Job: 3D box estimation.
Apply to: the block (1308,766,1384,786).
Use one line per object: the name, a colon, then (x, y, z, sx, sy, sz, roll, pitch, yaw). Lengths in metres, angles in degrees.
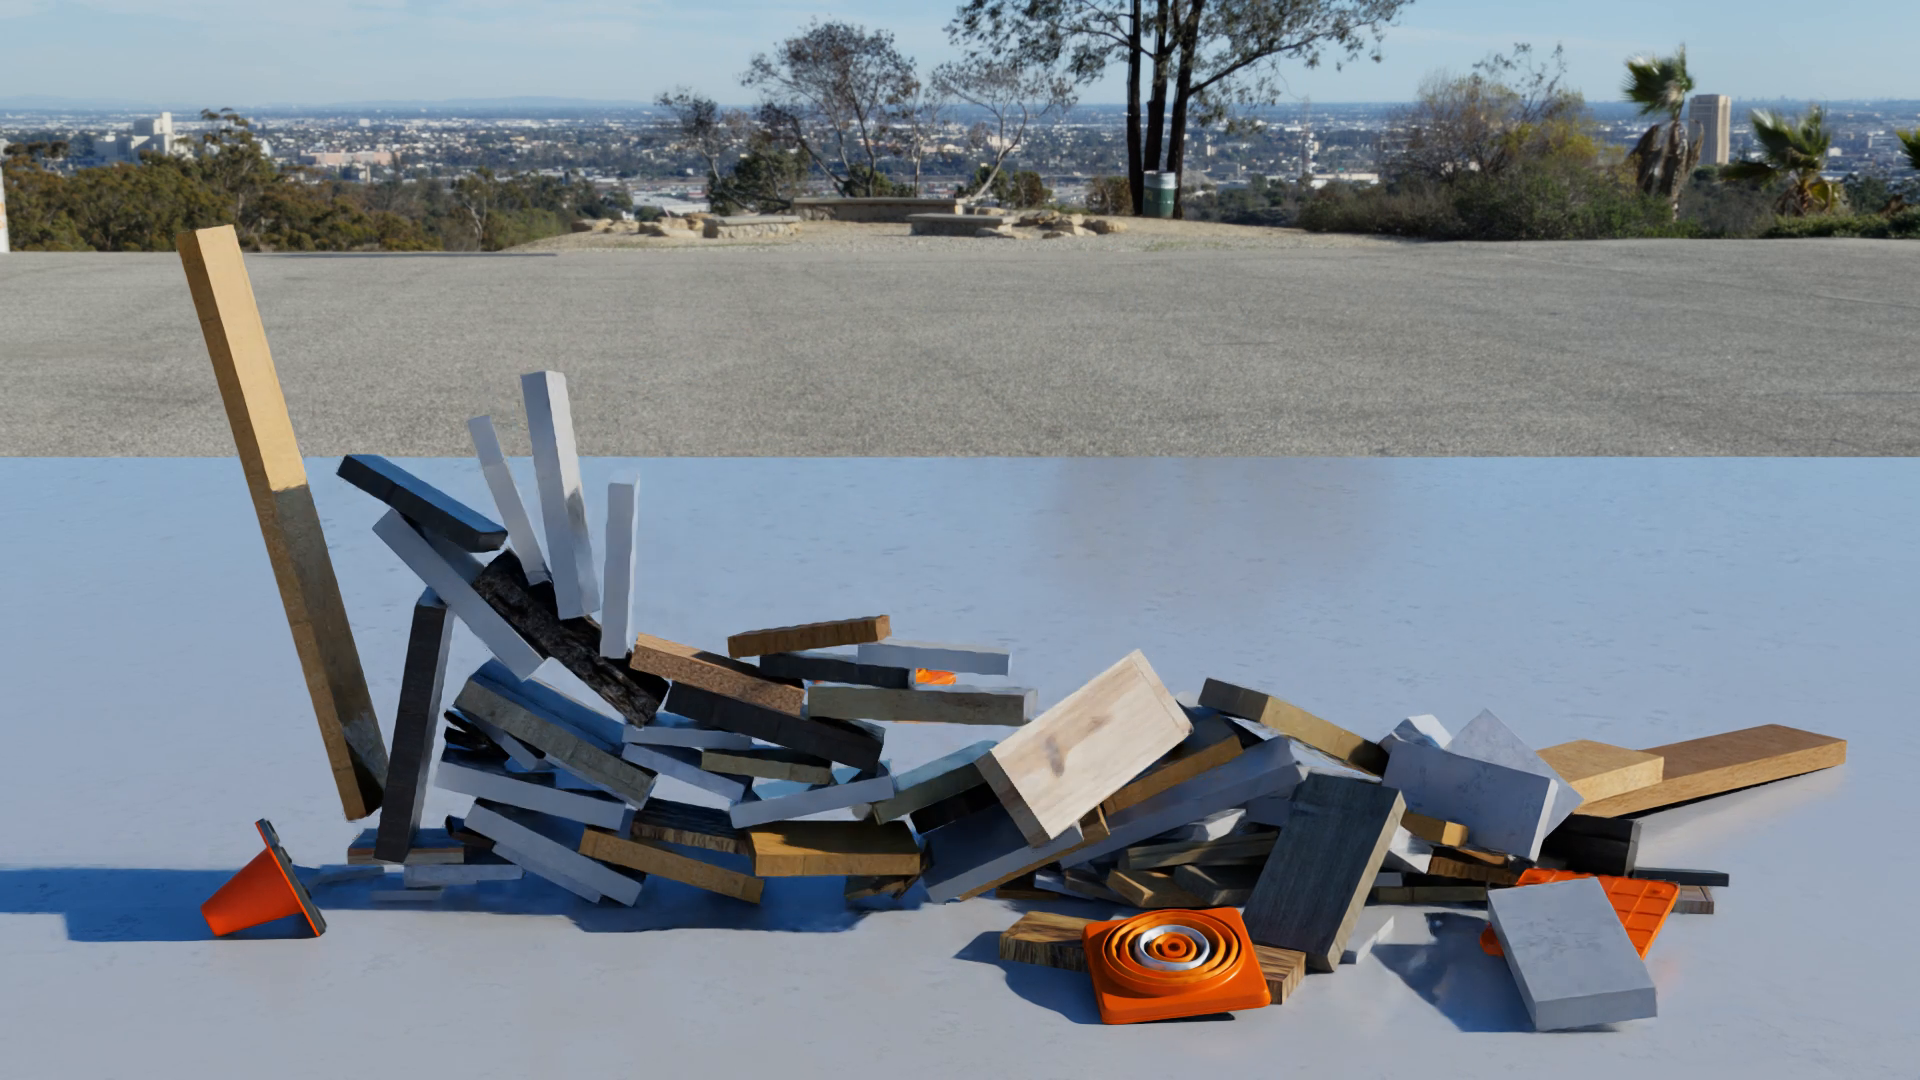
block: (0.685, 0.444, 3.937, 0.335, 0.047, 0.167, 5, -1, 35)

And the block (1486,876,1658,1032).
block: (0.900, 0.608, 3.254, 0.170, 0.048, 0.339, -8, 18, 4)

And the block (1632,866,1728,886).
block: (1.201, 0.564, 3.687, 0.151, 0.021, 0.076, 2, -4, 2)

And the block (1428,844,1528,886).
block: (0.844, 0.540, 3.654, 0.178, 0.025, 0.089, 10, 8, -15)

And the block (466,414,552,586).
block: (-0.709, -0.062, 3.464, 0.036, 0.254, 0.127, -21, 43, -9)

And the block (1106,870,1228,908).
block: (0.342, 0.568, 3.589, 0.186, 0.026, 0.093, 6, 12, -35)

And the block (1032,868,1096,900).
block: (0.174, 0.572, 3.655, 0.104, 0.015, 0.052, 13, 12, -4)

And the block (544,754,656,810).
block: (-0.594, 0.381, 3.640, 0.181, 0.026, 0.090, 28, 10, -4)

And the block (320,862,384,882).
block: (-1.042, 0.565, 3.765, 0.099, 0.014, 0.050, -5, 11, -24)

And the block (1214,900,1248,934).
block: (0.507, 0.601, 3.537, 0.186, 0.026, 0.093, -8, 13, -37)

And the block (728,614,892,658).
block: (-0.243, 0.157, 3.573, 0.244, 0.035, 0.122, -7, 1, 9)

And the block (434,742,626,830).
block: (-0.706, 0.402, 3.632, 0.305, 0.043, 0.153, 15, 7, -10)

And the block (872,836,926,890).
block: (-0.100, 0.531, 3.611, 0.101, 0.014, 0.050, -42, 6, 15)

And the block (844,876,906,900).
block: (-0.140, 0.566, 3.645, 0.101, 0.014, 0.050, -14, 29, 8)

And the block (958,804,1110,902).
block: (0.108, 0.493, 3.664, 0.267, 0.038, 0.134, -25, 32, 6)

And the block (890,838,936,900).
block: (-0.081, 0.545, 3.637, 0.014, 0.101, 0.050, 29, 27, -29)

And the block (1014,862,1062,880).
block: (0.117, 0.559, 3.709, 0.104, 0.015, 0.052, 2, -32, 9)

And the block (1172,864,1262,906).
block: (0.446, 0.563, 3.600, 0.186, 0.026, 0.093, 6, 14, -40)

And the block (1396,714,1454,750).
block: (0.860, 0.402, 3.827, 0.112, 0.032, 0.223, 3, 45, -55)

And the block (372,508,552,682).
block: (-0.794, 0.079, 3.557, 0.048, 0.339, 0.170, -44, 4, 3)

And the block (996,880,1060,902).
block: (0.114, 0.583, 3.664, 0.104, 0.015, 0.052, 2, 11, 8)

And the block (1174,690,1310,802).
block: (0.477, 0.393, 3.882, 0.273, 0.136, 0.039, 32, 37, 28)

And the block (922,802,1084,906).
block: (0.064, 0.493, 3.624, 0.267, 0.038, 0.134, -24, 32, 7)

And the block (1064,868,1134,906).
block: (0.232, 0.573, 3.637, 0.120, 0.017, 0.060, 14, 11, 2)

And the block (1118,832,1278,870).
block: (0.398, 0.531, 3.677, 0.252, 0.036, 0.126, -6, -19, -6)

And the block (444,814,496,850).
block: (-0.801, 0.489, 3.653, 0.105, 0.015, 0.053, 24, 11, -32)

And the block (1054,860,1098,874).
block: (0.167, 0.552, 3.730, 0.120, 0.017, 0.060, 7, -21, 21)

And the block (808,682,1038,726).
block: (-0.059, 0.266, 3.602, 0.351, 0.050, 0.175, 2, 0, 9)

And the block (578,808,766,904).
block: (-0.470, 0.519, 3.663, 0.305, 0.043, 0.153, 16, 10, -3)

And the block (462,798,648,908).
block: (-0.665, 0.498, 3.657, 0.305, 0.043, 0.153, 27, 10, -6)

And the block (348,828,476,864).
block: (-0.908, 0.509, 3.658, 0.194, 0.027, 0.097, -1, 12, 2)

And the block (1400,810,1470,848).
block: (0.703, 0.458, 3.656, 0.254, 0.036, 0.127, 12, -4, 31)

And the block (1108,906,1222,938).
block: (0.323, 0.614, 3.479, 0.164, 0.023, 0.082, 4, 11, 22)

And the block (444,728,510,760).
block: (-0.798, 0.336, 3.635, 0.105, 0.015, 0.053, 19, 1, -19)

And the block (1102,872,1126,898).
block: (0.301, 0.574, 3.624, 0.120, 0.017, 0.060, 10, 11, -18)

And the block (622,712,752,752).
block: (-0.446, 0.312, 3.599, 0.206, 0.029, 0.103, 5, 7, -8)

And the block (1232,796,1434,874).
block: (0.605, 0.485, 3.651, 0.318, 0.045, 0.159, 3, -23, 45)

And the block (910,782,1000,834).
block: (0.057, 0.413, 3.628, 0.267, 0.038, 0.134, -17, -8, -45)

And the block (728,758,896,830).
block: (-0.239, 0.414, 3.590, 0.264, 0.037, 0.132, -11, 6, 0)

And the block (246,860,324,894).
block: (-1.138, 0.569, 3.707, 0.117, 0.017, 0.058, 4, 22, 23)

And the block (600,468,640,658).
block: (-0.545, 0.036, 3.527, 0.040, 0.281, 0.140, 4, 11, -5)

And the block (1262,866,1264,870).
block: (0.524, 0.561, 3.779, 0.059, 0.017, 0.119, 3, 11, 14)
